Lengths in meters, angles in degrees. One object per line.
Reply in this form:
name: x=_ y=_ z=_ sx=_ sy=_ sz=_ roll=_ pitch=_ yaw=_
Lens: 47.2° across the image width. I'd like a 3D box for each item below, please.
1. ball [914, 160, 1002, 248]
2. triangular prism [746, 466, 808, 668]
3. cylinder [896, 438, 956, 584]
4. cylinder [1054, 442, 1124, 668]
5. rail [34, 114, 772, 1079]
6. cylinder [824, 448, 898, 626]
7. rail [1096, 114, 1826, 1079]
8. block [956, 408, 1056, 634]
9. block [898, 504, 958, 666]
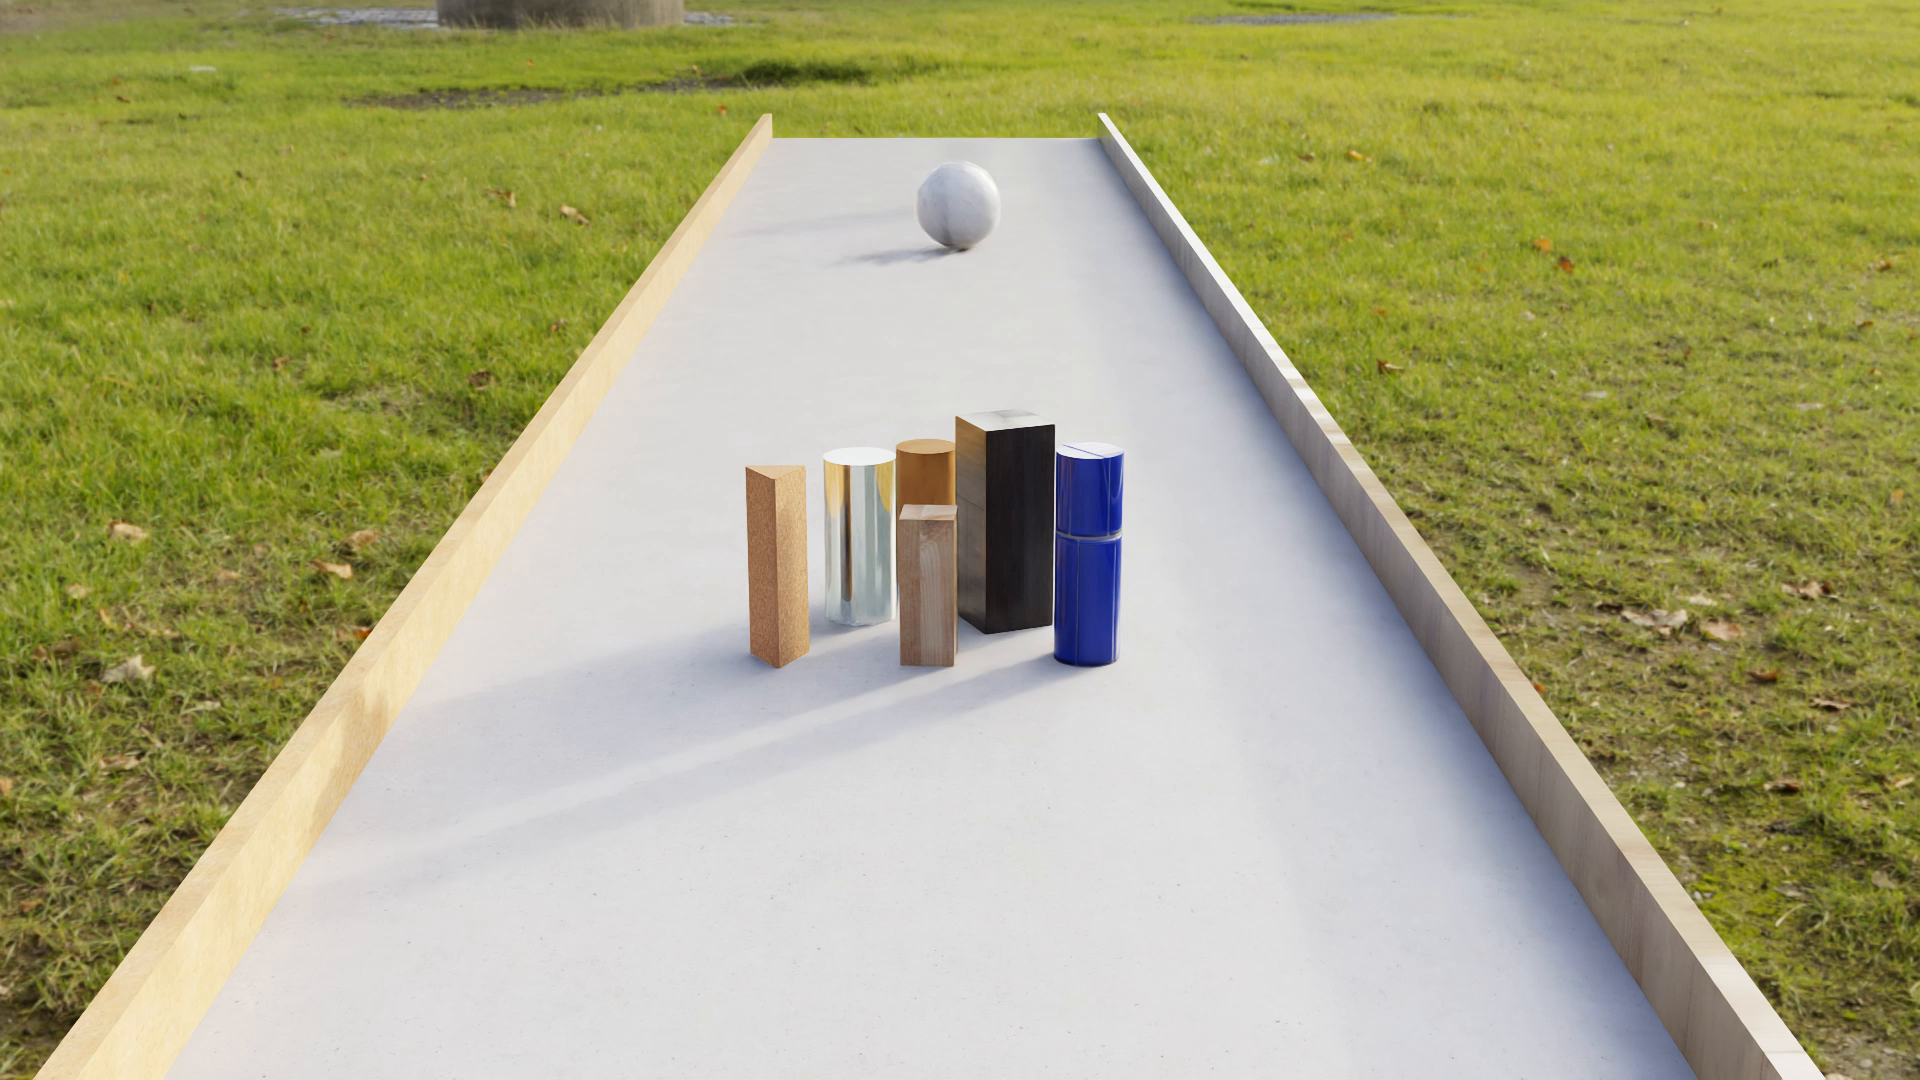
ball: x=-0.007 y=-1.430 z=9.385 sx=0.370 sy=0.370 sz=0.370 roll=0 pitch=17 yaw=0
triangular prism: x=-0.350 y=0.047 z=4.386 sx=0.101 sy=0.390 sz=0.117 roll=-10 pitch=19 yaw=-31
cylinder: x=-0.073 y=-0.057 z=4.872 sx=0.135 sy=0.311 sz=0.135 roll=0 pitch=17 yaw=0
cylinder: x=0.255 y=0.029 z=4.376 sx=0.134 sy=0.429 sz=0.134 roll=0 pitch=17 yaw=0
rail: x=-1.118 y=-0.838 z=7.780 sx=0.050 sy=0.150 sz=12.000 roll=0 pitch=17 yaw=-1
cylinder: x=-0.210 y=-0.009 z=4.646 sx=0.153 sy=0.348 sz=0.153 roll=0 pitch=17 yaw=0
rail: x=0.932 y=-0.844 z=7.801 sx=0.050 sy=0.150 sz=12.000 roll=0 pitch=17 yaw=-1
block: x=0.093 y=-0.041 z=4.601 sx=0.156 sy=0.435 sz=0.156 roll=-7 pitch=18 yaw=-23
block: x=-0.062 y=0.090 z=4.390 sx=0.108 sy=0.303 sz=0.108 roll=1 pitch=17 yaw=4
